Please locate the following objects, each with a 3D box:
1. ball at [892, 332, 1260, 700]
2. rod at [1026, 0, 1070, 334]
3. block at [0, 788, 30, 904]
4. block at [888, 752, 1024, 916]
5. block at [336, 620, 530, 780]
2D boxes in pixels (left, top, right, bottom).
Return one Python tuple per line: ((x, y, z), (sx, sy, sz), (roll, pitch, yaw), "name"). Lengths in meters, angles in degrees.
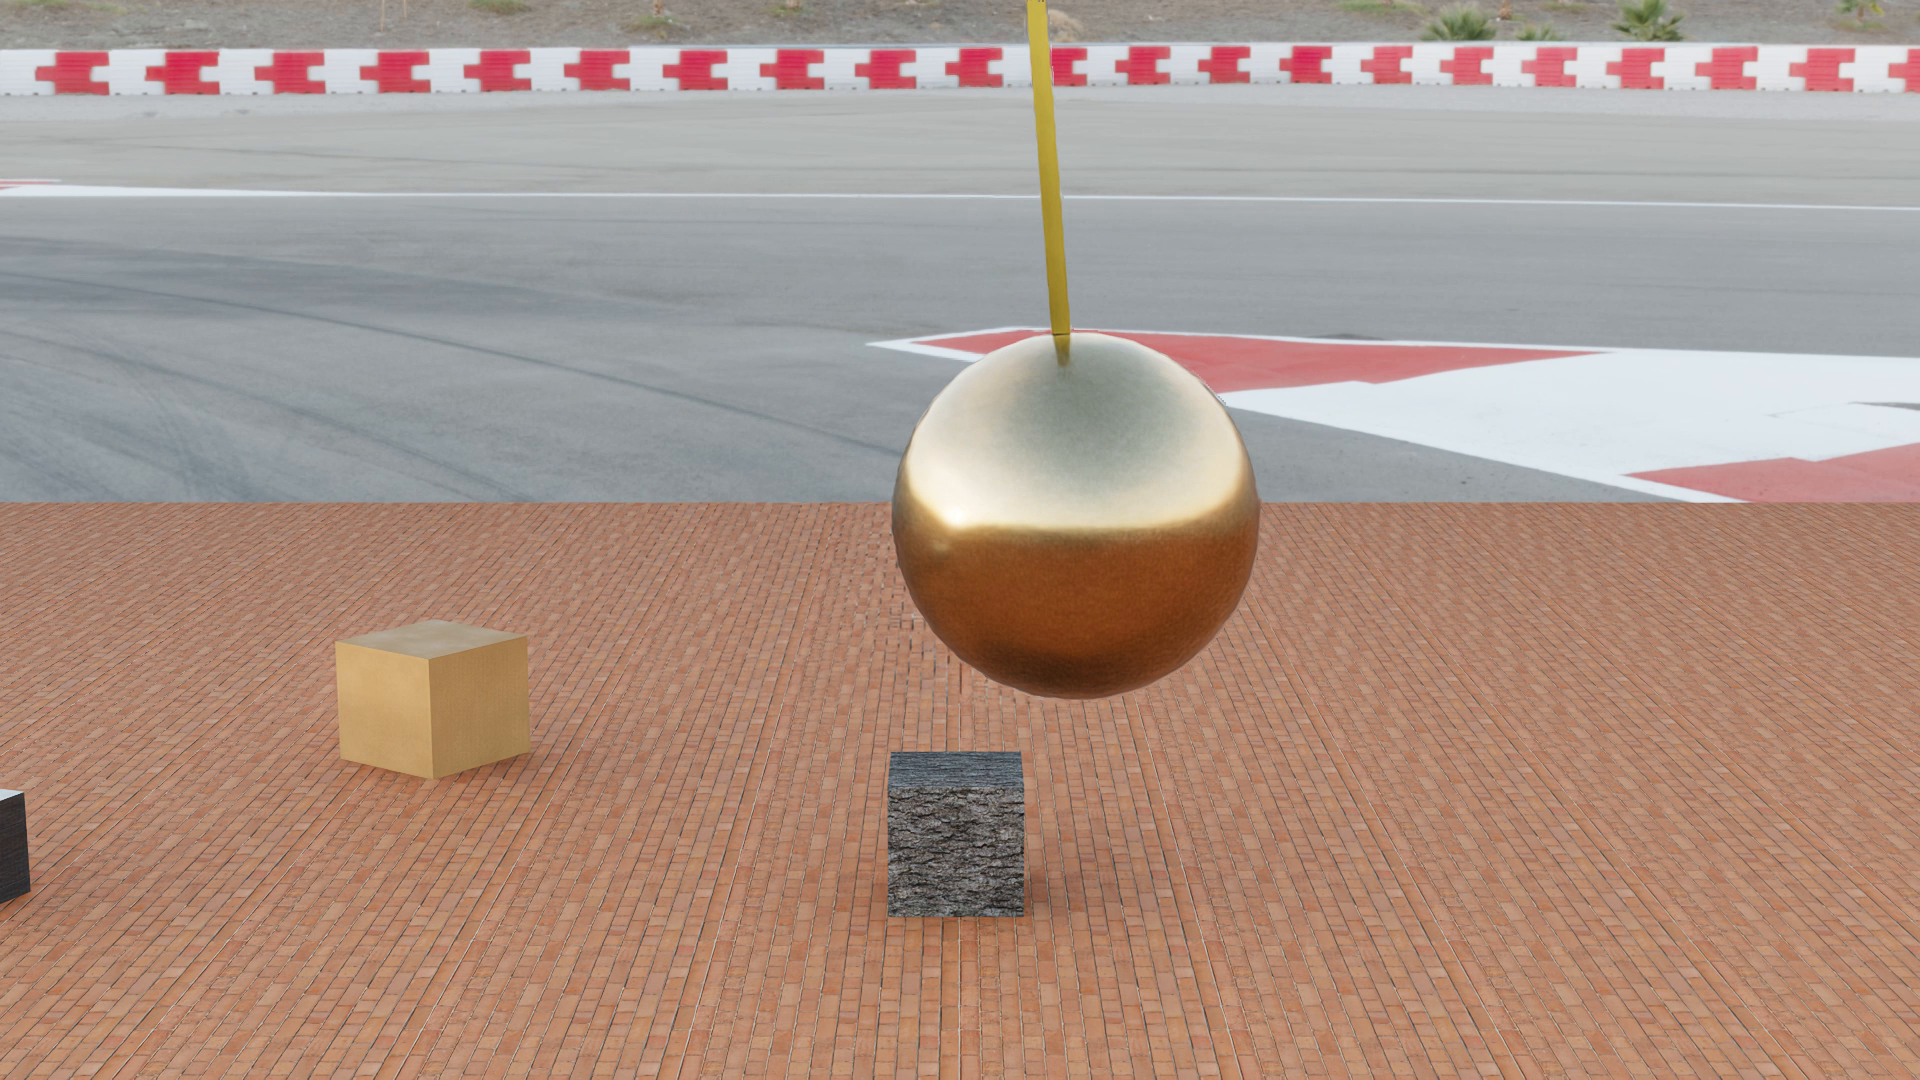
((0.502, -0.105, 11.161), (1.600, 1.600, 1.600), (0, 10, 0), "ball")
((0.217, -3.438, 10.555), (0.080, 5.200, 0.080), (-5, 10, 1), "rod")
((-4.372, 1.331, 10.992), (0.522, 0.448, 0.481), (4, 11, 21), "block")
((-0.018, 1.261, 11.057), (0.573, 0.564, 0.583), (0, 10, 0), "block")
((-2.736, 0.816, 13.341), (0.696, 0.622, 0.683), (7, 13, 35), "block")
